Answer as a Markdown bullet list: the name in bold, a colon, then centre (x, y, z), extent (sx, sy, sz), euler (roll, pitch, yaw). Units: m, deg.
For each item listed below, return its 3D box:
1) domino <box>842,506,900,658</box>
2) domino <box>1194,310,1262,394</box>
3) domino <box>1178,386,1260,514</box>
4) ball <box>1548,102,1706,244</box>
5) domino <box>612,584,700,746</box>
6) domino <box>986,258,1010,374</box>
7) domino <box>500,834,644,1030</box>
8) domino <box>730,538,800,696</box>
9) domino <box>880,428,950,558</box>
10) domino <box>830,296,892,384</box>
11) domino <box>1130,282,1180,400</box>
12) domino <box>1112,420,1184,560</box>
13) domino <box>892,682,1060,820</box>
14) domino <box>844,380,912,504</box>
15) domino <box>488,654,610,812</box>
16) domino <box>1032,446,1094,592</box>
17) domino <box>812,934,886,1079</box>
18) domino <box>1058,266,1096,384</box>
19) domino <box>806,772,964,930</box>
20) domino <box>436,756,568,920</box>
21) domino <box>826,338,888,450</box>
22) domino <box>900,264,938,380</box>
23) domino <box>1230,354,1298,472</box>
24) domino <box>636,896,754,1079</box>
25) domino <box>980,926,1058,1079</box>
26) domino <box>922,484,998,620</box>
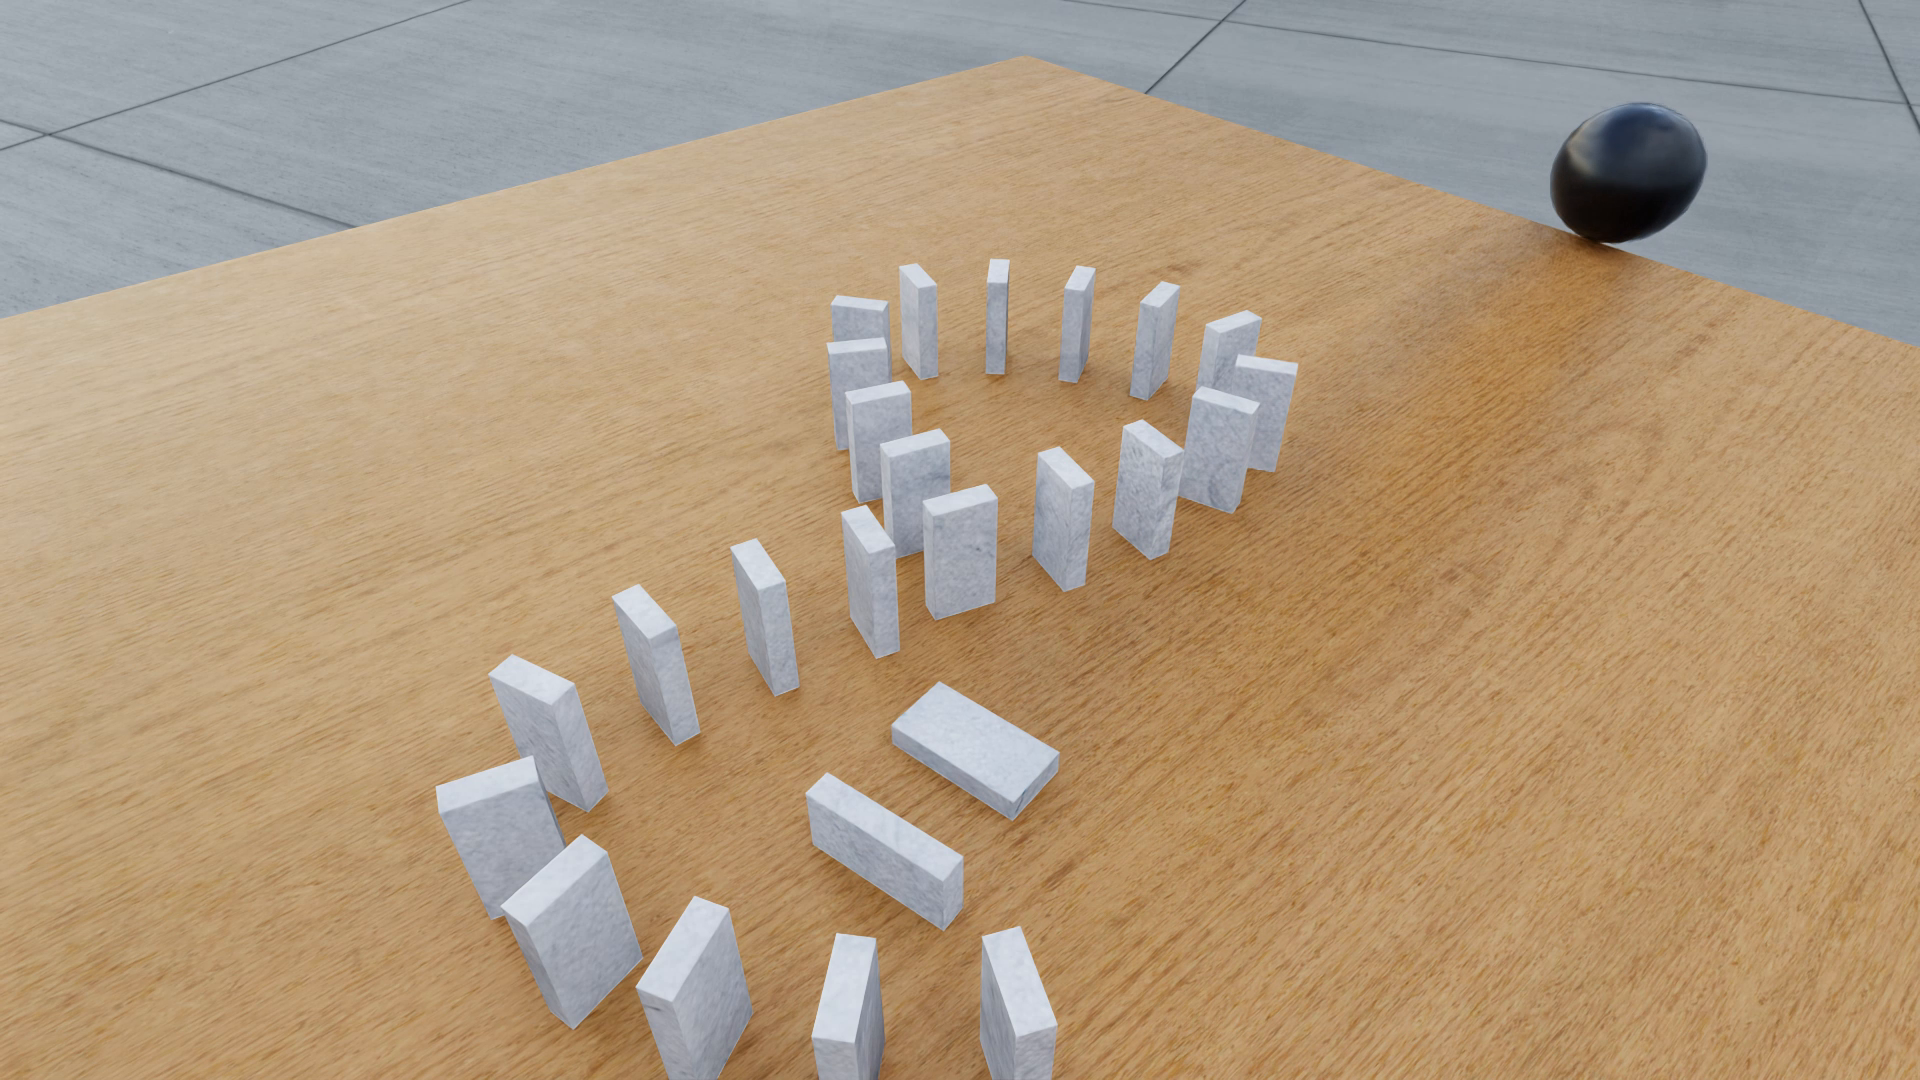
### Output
- **domino**: centre (-0.032, 0.015, 0.393), extent (0.009, 0.050, 0.025), euler (-18, 42, -20)
- **domino**: centre (0.123, -0.078, 0.507), extent (0.025, 0.050, 0.010), euler (-22, 44, -24)
- **domino**: centre (0.107, -0.037, 0.457), extent (0.025, 0.050, 0.009), euler (21, 44, 24)
- **ball**: centre (0.397, -0.218, 0.656), extent (0.080, 0.080, 0.080), euler (0, 39, 0)
- **domino**: centre (-0.099, 0.041, 0.361), extent (0.009, 0.050, 0.025), euler (-28, 47, -30)
- **domino**: centre (0.019, -0.111, 0.547), extent (0.009, 0.050, 0.025), euler (3, 39, 4)
- **domino**: centre (-0.100, 0.103, 0.286), extent (0.009, 0.050, 0.025), euler (23, 45, 26)
- **domino**: centre (-0.067, 0.027, 0.378), extent (0.010, 0.050, 0.025), euler (-20, 43, -23)
- **domino**: centre (-0.017, -0.018, 0.433), extent (0.025, 0.050, 0.009), euler (-17, 42, -19)
- **domino**: centre (-0.046, -0.090, 0.521), extent (0.025, 0.050, 0.010), euler (9, 40, 10)
- **domino**: centre (0.093, -0.095, 0.528), extent (0.010, 0.050, 0.025), euler (21, 44, 24)
- **domino**: centre (0.074, -0.020, 0.435), extent (0.010, 0.050, 0.025), euler (-21, 44, -24)
- **domino**: centre (0.005, 0.068, 0.360), extent (0.050, 0.009, 0.025), euler (27, 46, 29)
- **domino**: centre (-0.033, -0.041, 0.461), extent (0.025, 0.050, 0.009), euler (-14, 41, -17)
- **domino**: centre (-0.126, 0.060, 0.338), extent (0.025, 0.050, 0.010), euler (19, 43, 22)
- **domino**: centre (0.039, -0.008, 0.421), extent (0.010, 0.050, 0.025), euler (-18, 43, -20)
- **domino**: centre (-0.026, 0.120, 0.265), extent (0.009, 0.050, 0.025), euler (5, 40, 6)
- **domino**: centre (0.057, -0.106, 0.541), extent (0.010, 0.050, 0.025), euler (12, 41, 14)
- **domino**: centre (-0.022, 0.090, 0.321), extent (0.050, 0.025, 0.009), euler (25, 45, 27)
- **domino**: centre (-0.126, 0.084, 0.309), extent (0.025, 0.050, 0.009), euler (-17, 42, -19)
- **domino**: centre (-0.044, -0.065, 0.490), extent (0.025, 0.050, 0.009), euler (-7, 40, -9)
- **domino**: centre (-0.020, -0.108, 0.543), extent (0.010, 0.050, 0.025), euler (-15, 42, -18)
- **domino**: centre (0.129, -0.055, 0.478), extent (0.025, 0.050, 0.009), euler (11, 41, 14)
- **domino**: centre (-0.064, 0.114, 0.272), extent (0.010, 0.050, 0.025), euler (14, 41, 16)
- **domino**: centre (0.013, 0.119, 0.266), extent (0.010, 0.050, 0.025), euler (-11, 41, -13)
- **domino**: centre (0.000, 0.005, 0.405), extent (0.025, 0.050, 0.009), euler (-16, 42, -19)
